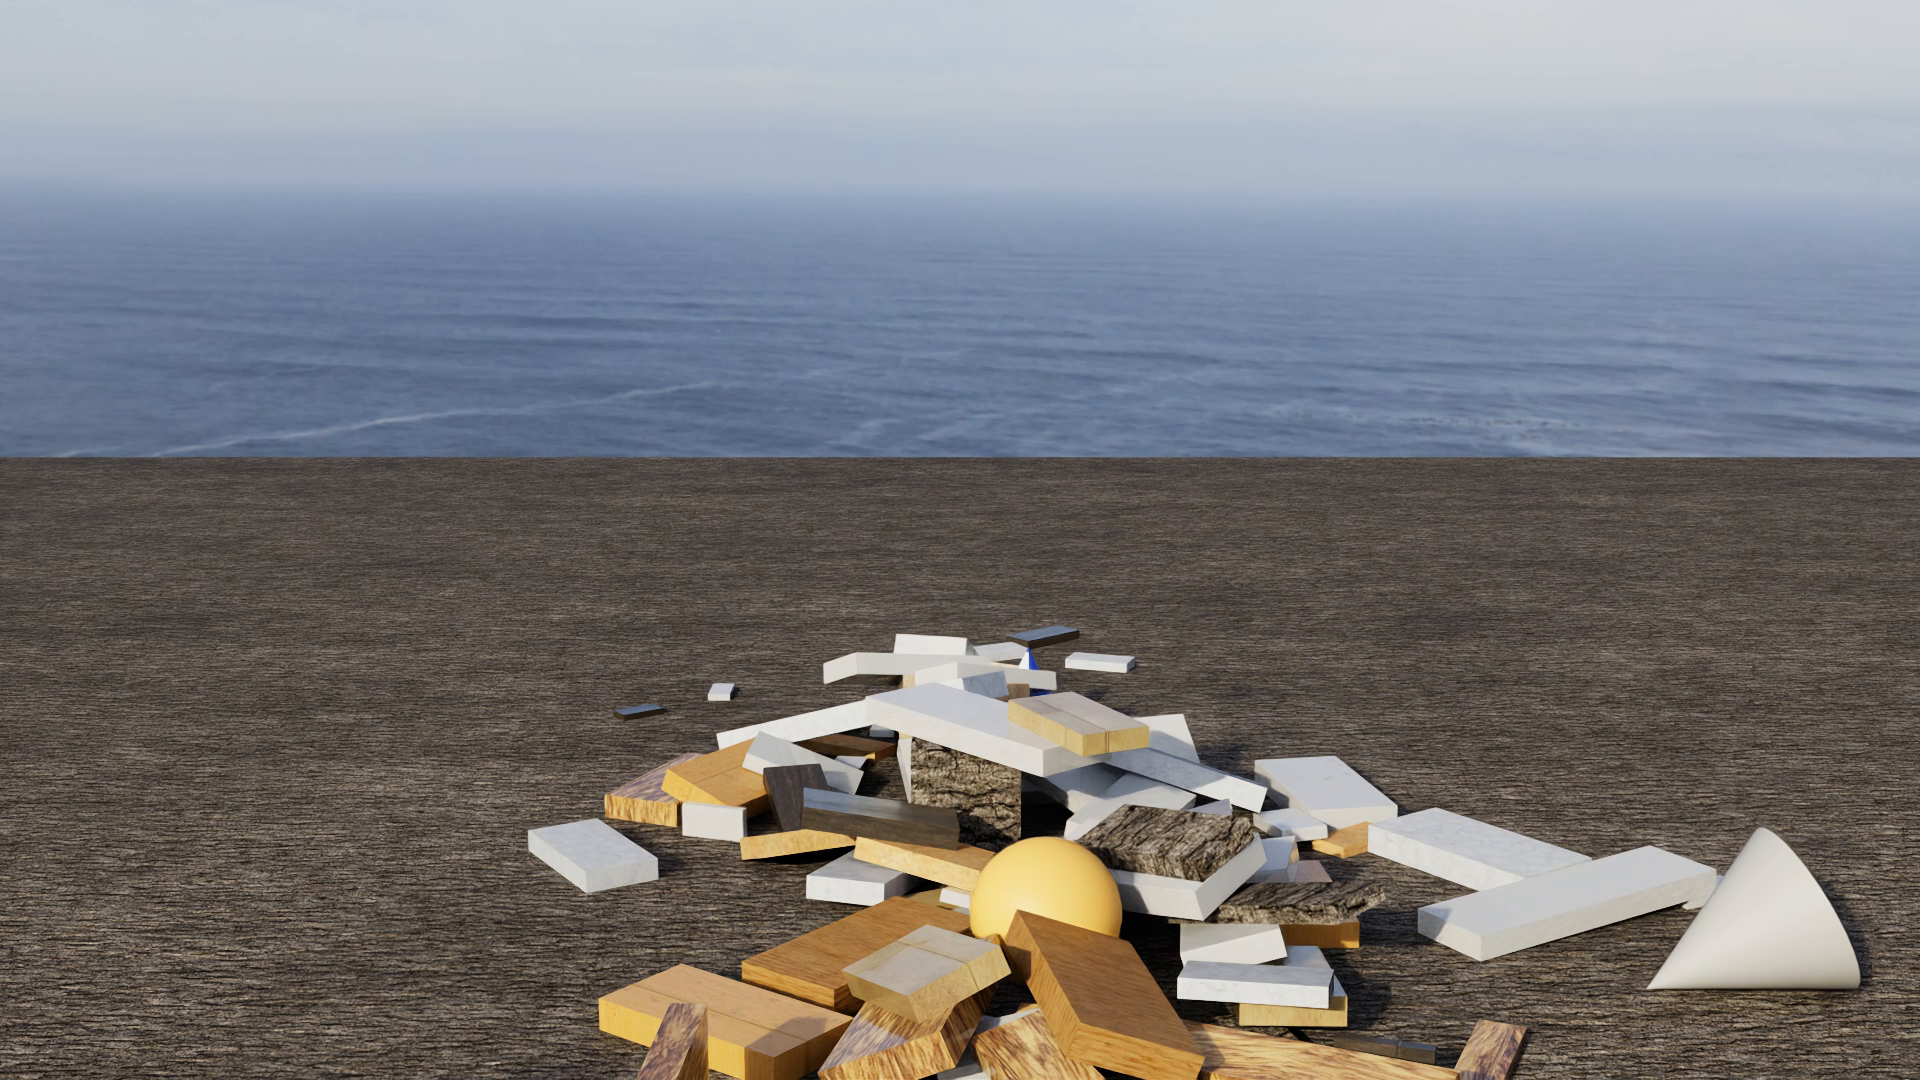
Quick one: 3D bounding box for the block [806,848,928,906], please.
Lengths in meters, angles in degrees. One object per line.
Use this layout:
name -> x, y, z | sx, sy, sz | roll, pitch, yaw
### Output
block -> -0.144, 0.557, 3.664 | 0.133, 0.038, 0.266 | 3, 5, 18

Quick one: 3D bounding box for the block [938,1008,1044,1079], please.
block -> 0.069, 0.679, 2.960 | 0.209, 0.030, 0.104 | -12, 18, -2

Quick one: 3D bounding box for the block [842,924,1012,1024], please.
block -> -0.051, 0.596, 3.039 | 0.144, 0.041, 0.287 | -25, 5, -20

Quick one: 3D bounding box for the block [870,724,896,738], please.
block -> -0.159, 0.397, 4.668 | 0.051, 0.015, 0.103 | 1, 11, 5

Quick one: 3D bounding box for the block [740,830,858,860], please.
block -> -0.235, 0.519, 3.836 | 0.266, 0.038, 0.133 | -5, -7, -24

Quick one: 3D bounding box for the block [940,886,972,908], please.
block -> 0.044, 0.584, 3.530 | 0.141, 0.020, 0.071 | 13, -2, 12

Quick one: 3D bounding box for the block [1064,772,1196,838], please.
block -> 0.303, 0.489, 3.887 | 0.133, 0.038, 0.266 | 19, 22, 24

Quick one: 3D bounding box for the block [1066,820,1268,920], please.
block -> 0.283, 0.507, 3.410 | 0.346, 0.049, 0.173 | -2, 23, 45

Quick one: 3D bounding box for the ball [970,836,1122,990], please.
ball -> 0.127, 0.552, 3.252 | 0.226, 0.226, 0.226 | 0, 11, 0

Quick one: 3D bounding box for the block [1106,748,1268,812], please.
block -> 0.399, 0.427, 4.072 | 0.329, 0.047, 0.164 | 18, -2, 5

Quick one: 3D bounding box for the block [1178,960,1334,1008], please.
block -> 0.409, 0.612, 3.035 | 0.204, 0.029, 0.102 | 1, 3, 14

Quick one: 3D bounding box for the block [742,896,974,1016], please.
block -> -0.141, 0.629, 3.323 | 0.179, 0.051, 0.357 | 8, 13, 37

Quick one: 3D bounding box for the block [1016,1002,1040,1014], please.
block -> 0.097, 0.683, 3.015 | 0.063, 0.018, 0.127 | 1, 26, 19

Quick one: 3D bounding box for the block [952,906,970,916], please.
block -> 0.038, 0.613, 3.489 | 0.071, 0.020, 0.141 | -10, 14, -43

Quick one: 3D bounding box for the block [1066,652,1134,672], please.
block -> 0.333, 0.291, 5.223 | 0.149, 0.021, 0.075 | 4, 11, 19

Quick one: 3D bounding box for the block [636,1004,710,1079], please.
block -> -0.351, 0.698, 2.633 | 0.047, 0.166, 0.332 | 0, 11, 3

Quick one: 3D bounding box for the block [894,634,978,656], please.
block -> -0.031, 0.277, 4.829 | 0.155, 0.044, 0.310 | 3, -19, 14

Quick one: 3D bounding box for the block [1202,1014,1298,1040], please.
block -> 0.413, 0.700, 2.999 | 0.102, 0.029, 0.203 | -3, 11, -15

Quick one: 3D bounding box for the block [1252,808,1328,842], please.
block -> 0.593, 0.513, 3.955 | 0.083, 0.023, 0.166 | -6, 5, -10

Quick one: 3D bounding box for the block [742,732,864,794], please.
block -> -0.297, 0.435, 4.173 | 0.216, 0.031, 0.108 | 22, 20, 0

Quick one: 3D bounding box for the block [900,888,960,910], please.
block -> -0.059, 0.596, 3.583 | 0.141, 0.020, 0.071 | -6, 12, -27

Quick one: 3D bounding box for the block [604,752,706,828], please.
block -> -0.527, 0.472, 4.183 | 0.153, 0.043, 0.306 | 4, 11, 23

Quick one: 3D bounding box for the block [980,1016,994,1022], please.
block -> 0.040, 0.690, 3.082 | 0.127, 0.018, 0.063 | 5, 12, 27

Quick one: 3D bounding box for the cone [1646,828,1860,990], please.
cone -> 1.136, 0.606, 3.260 | 0.265, 0.265, 0.265 | -27, 12, 0

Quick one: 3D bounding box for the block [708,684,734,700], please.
block -> -0.538, 0.343, 4.963 | 0.048, 0.014, 0.096 | 0, 11, 1

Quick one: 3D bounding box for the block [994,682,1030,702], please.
block -> 0.034, 0.327, 4.465 | 0.131, 0.037, 0.263 | 2, -12, -18

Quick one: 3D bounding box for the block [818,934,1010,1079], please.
block -> -0.056, 0.651, 3.010 | 0.179, 0.051, 0.357 | -22, 5, 16

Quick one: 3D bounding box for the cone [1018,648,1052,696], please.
cone -> 0.145, 0.313, 4.673 | 0.177, 0.177, 0.177 | 0, 11, 0

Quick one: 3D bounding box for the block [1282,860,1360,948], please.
block -> 0.539, 0.588, 3.563 | 0.148, 0.042, 0.295 | -1, 11, -3

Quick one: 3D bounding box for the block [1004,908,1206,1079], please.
block -> 0.189, 0.617, 2.973 | 0.179, 0.051, 0.357 | 19, 10, -16

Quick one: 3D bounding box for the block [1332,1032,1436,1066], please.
block -> 0.562, 0.696, 2.915 | 0.133, 0.067, 0.019 | 4, 11, 19

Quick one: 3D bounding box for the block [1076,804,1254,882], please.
block -> 0.310, 0.462, 3.372 | 0.129, 0.036, 0.257 | -31, 20, -38

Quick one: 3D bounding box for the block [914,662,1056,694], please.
block -> 0.053, 0.284, 4.445 | 0.263, 0.037, 0.131 | 8, -15, -39

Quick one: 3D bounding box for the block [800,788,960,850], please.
block -> -0.136, 0.469, 3.697 | 0.262, 0.037, 0.131 | 9, 7, -5
